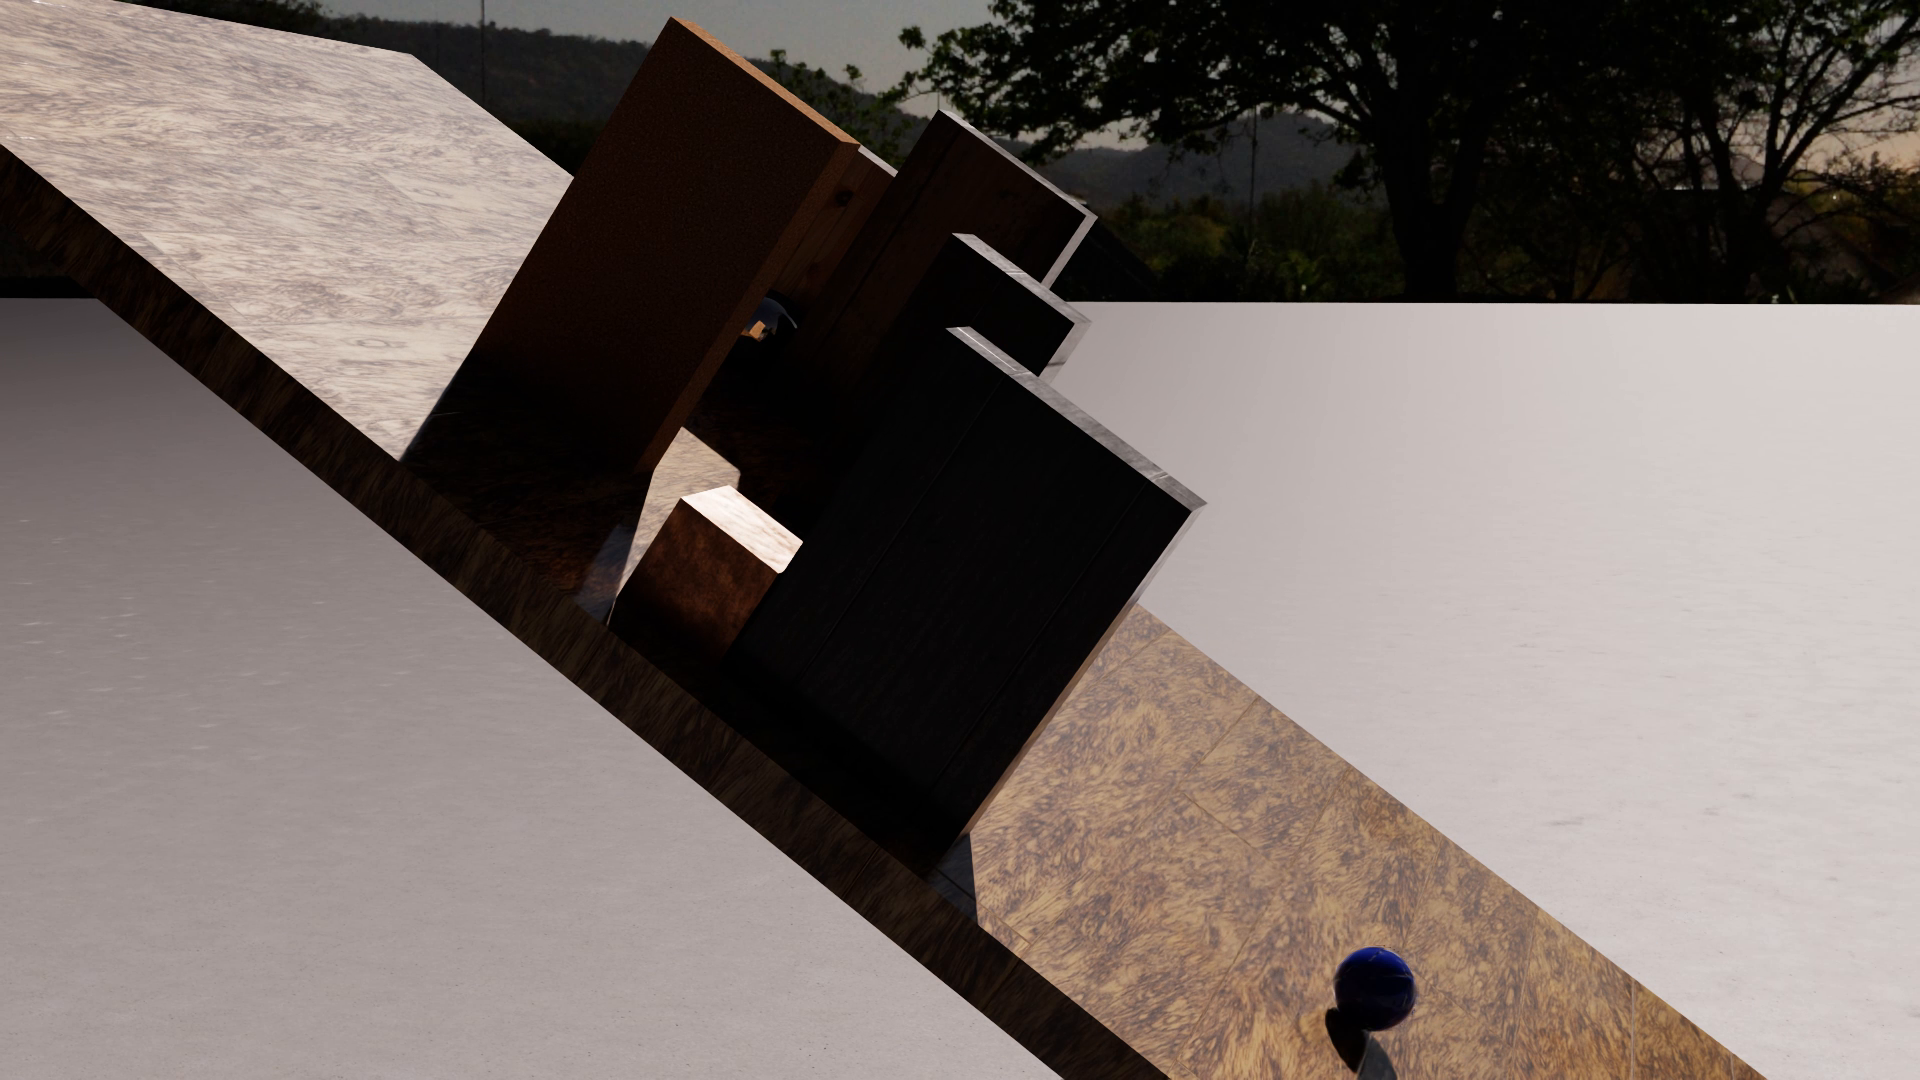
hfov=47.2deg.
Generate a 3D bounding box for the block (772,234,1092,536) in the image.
[{"bbox_3d":[-0.054,-0.226,3.997,0.275,0.607,0.132,37,16,10],"label":"block"}]

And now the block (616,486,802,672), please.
[{"bbox_3d":[-0.360,0.055,3.317,0.185,0.185,0.185,37,16,9],"label":"block"}]

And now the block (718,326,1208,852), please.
[{"bbox_3d":[-0.003,0.070,3.194,0.433,0.618,0.117,37,16,10],"label":"block"}]

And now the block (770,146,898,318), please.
[{"bbox_3d":[-0.331,-0.618,4.777,0.424,0.514,0.092,37,16,10],"label":"block"}]

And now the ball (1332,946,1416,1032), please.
[{"bbox_3d":[0.667,0.722,3.538,0.134,0.134,0.134,0,7,0],"label":"ball"}]

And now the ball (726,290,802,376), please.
[{"bbox_3d":[-0.422,-0.442,4.681,0.186,0.186,0.186,0,7,0],"label":"ball"}]

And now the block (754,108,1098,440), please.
[{"bbox_3d":[-0.076,-0.476,4.511,0.374,0.708,0.097,37,16,10],"label":"block"}]

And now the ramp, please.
[{"bbox_3d":[-0.092,0.165,4.083,4.000,0.100,2.000,37,16,10],"label":"ramp"}]

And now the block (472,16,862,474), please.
[{"bbox_3d":[-0.506,-0.494,3.738,0.365,0.675,0.097,37,16,10],"label":"block"}]
